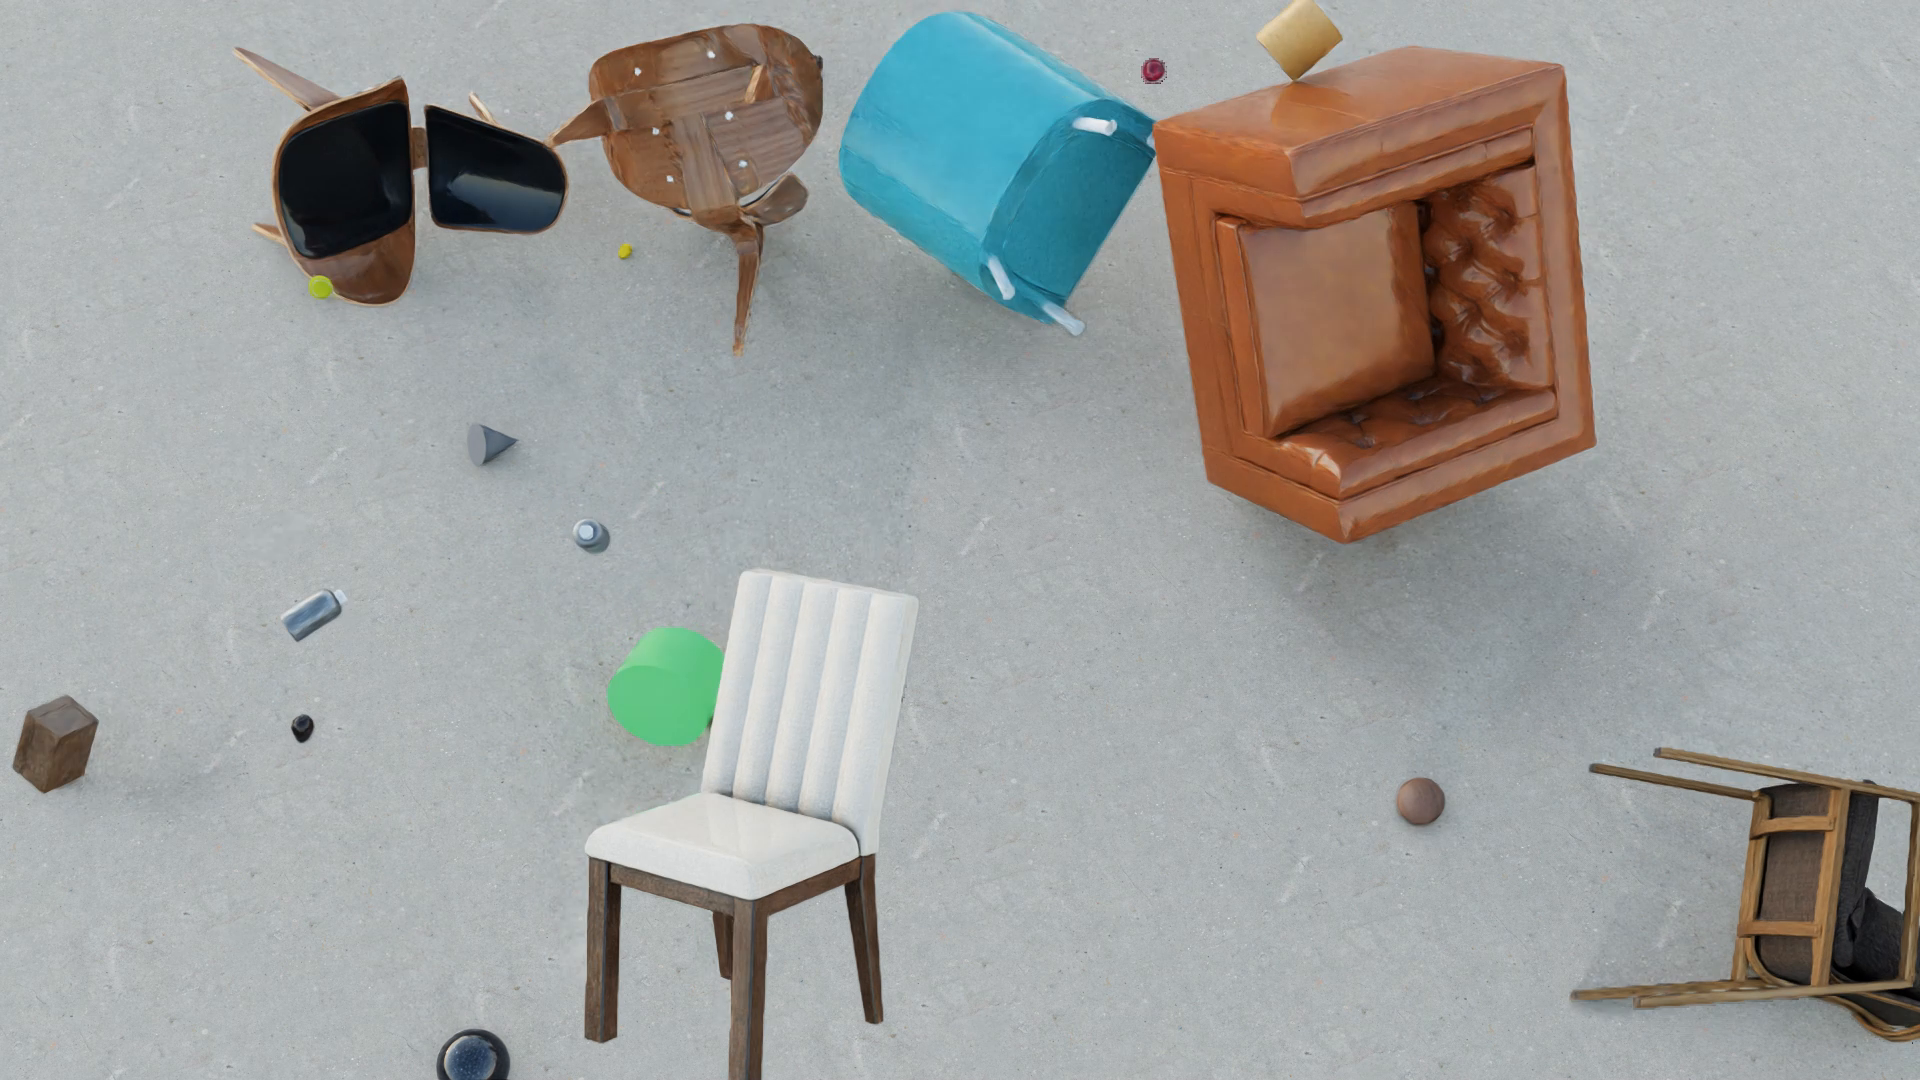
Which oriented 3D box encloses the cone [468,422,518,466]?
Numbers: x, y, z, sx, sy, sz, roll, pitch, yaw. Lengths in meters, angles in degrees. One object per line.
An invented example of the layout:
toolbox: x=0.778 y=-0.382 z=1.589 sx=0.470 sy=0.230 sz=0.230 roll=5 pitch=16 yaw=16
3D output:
cone: x=-1.417 y=-0.300 z=6.739 sx=0.140 sy=0.136 sz=0.131 roll=-8 pitch=61 yaw=-37

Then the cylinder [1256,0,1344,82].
cylinder: x=0.958 y=-1.418 z=6.207 sx=0.180 sy=0.185 sz=0.152 roll=-41 pitch=42 yaw=13

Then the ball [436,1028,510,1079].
ball: x=-1.233 y=1.331 z=5.569 sx=0.185 sy=0.185 sz=0.185 roll=0 pitch=56 yaw=0

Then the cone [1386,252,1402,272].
cone: x=1.414 y=-0.912 z=7.134 sx=0.058 sy=0.087 sz=0.038 roll=-12 pitch=57 yaw=-8

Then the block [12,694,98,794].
block: x=-2.484 y=0.560 z=6.041 sx=0.124 sy=0.206 sz=0.138 roll=34 pitch=29 yaw=14

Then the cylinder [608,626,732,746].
cylinder: x=-0.805 y=0.406 z=6.107 sx=0.290 sy=0.255 sz=0.211 roll=21 pitch=31 yaw=4
